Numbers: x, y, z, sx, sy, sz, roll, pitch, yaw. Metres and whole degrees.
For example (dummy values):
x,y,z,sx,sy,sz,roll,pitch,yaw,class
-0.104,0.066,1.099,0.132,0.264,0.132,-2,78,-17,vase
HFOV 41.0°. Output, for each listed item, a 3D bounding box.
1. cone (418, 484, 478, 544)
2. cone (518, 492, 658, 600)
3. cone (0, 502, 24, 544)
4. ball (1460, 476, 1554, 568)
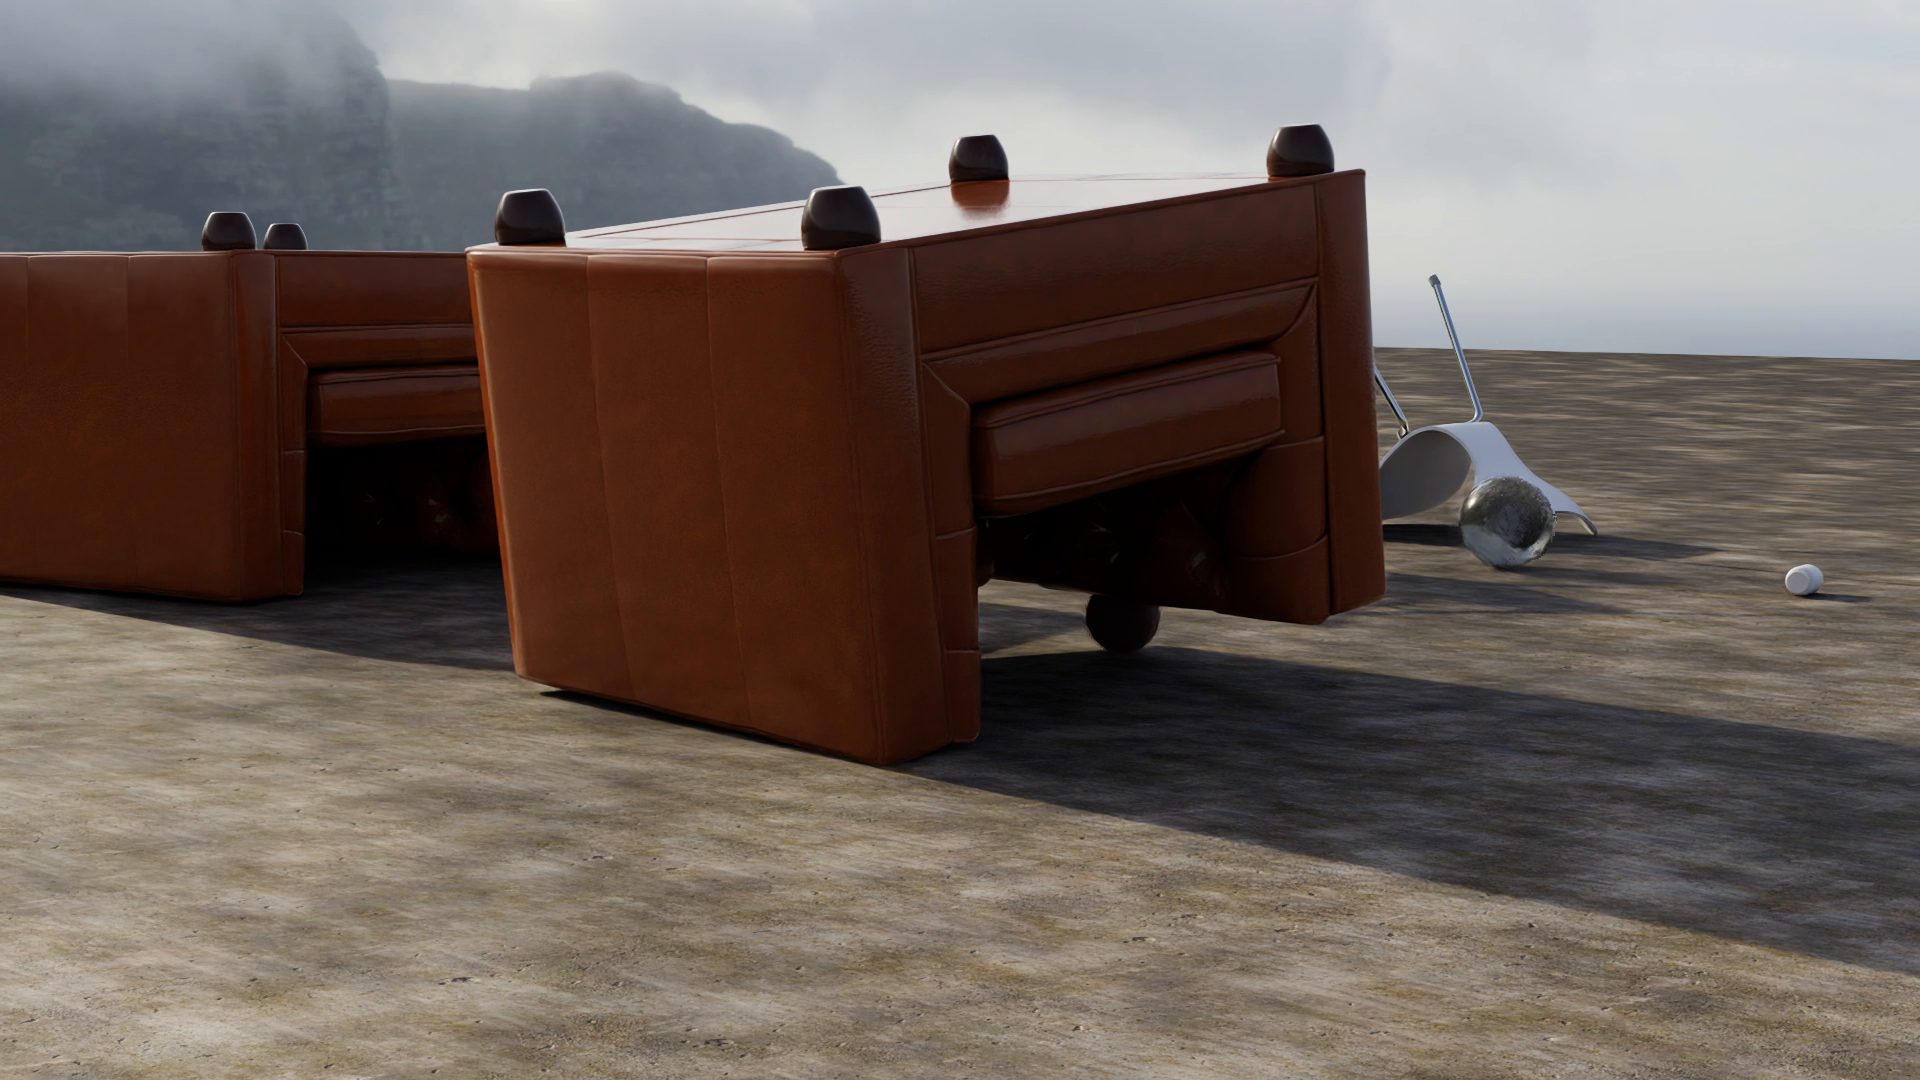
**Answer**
x,y,z,sx,sy,sz,roll,pitch,yaw,class
-1.231,-0.029,6.338,0.156,0.187,0.136,-41,63,-16,cone
-0.738,0.059,5.312,0.263,0.234,0.256,24,5,-29,cone
-2.422,-0.024,6.383,0.146,0.110,0.156,21,-27,-29,cone
1.235,-0.042,5.799,0.209,0.209,0.209,0,6,0,ball
